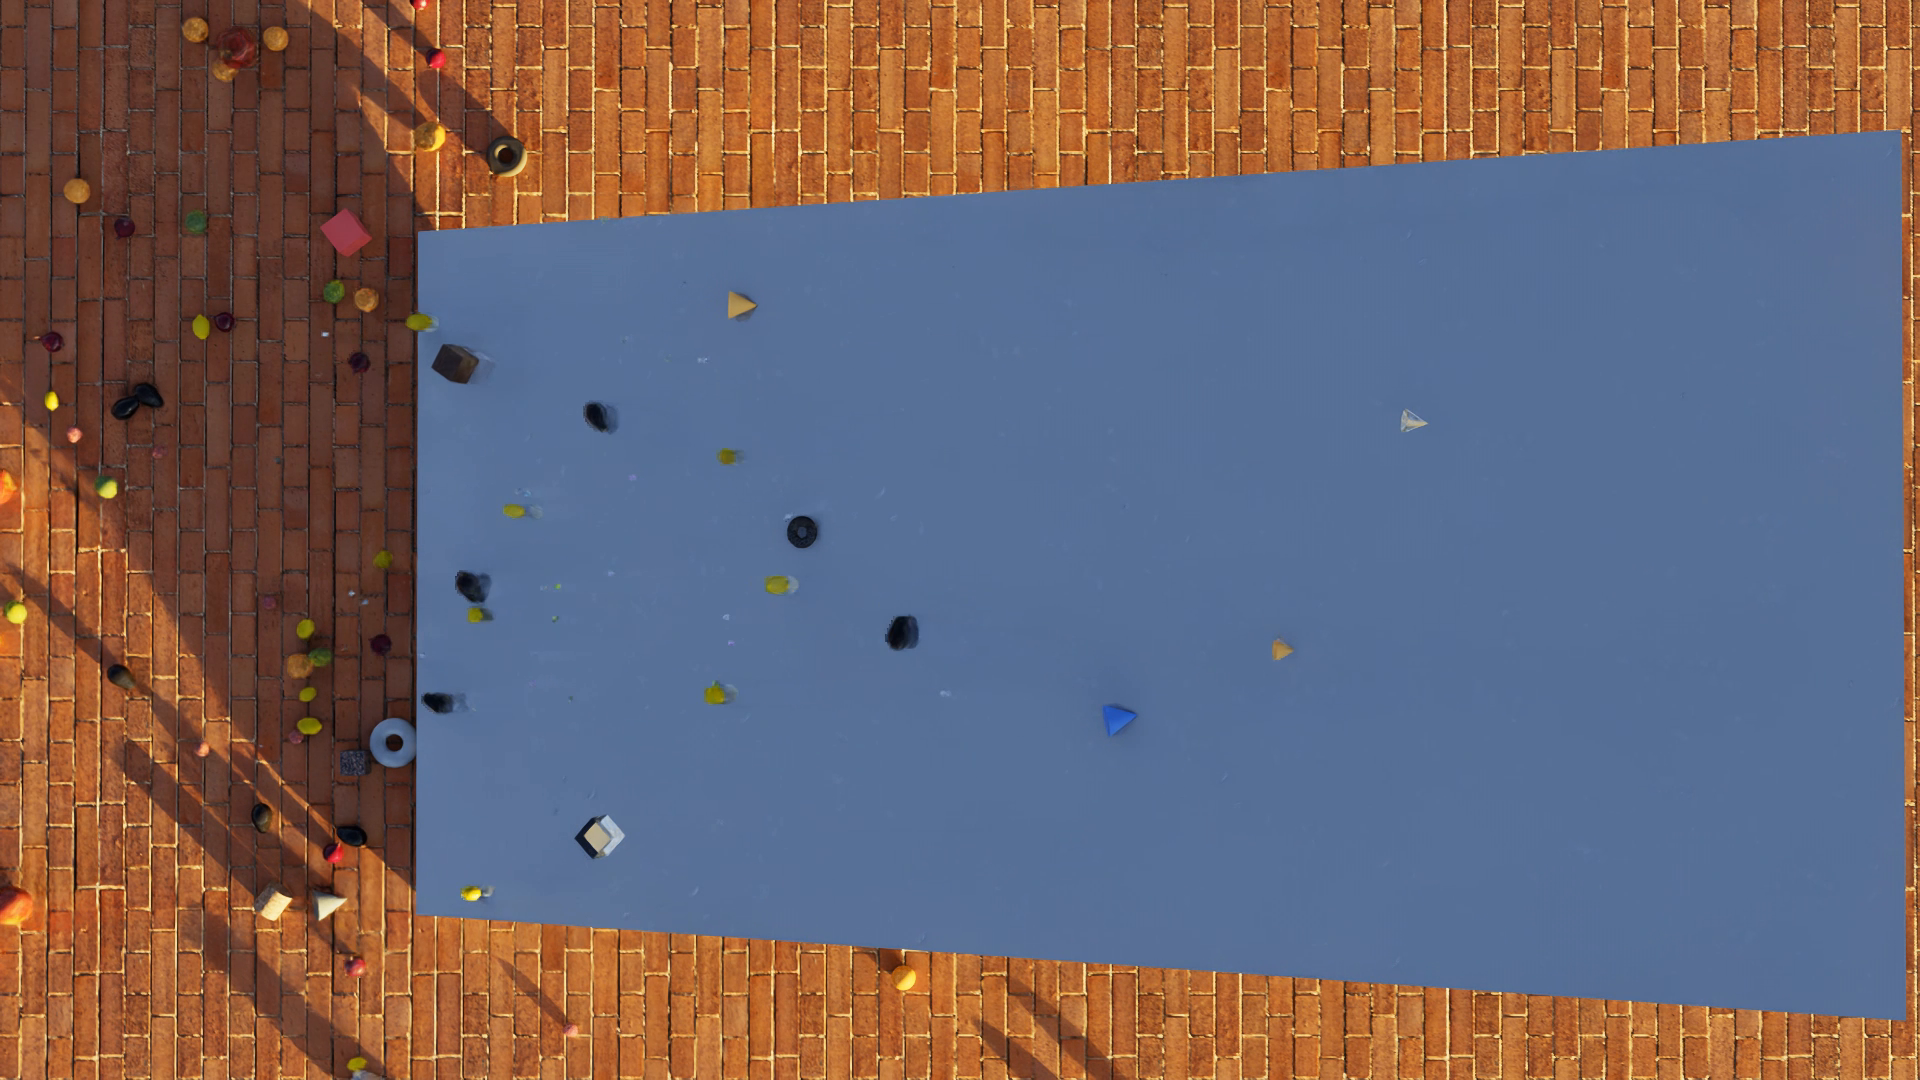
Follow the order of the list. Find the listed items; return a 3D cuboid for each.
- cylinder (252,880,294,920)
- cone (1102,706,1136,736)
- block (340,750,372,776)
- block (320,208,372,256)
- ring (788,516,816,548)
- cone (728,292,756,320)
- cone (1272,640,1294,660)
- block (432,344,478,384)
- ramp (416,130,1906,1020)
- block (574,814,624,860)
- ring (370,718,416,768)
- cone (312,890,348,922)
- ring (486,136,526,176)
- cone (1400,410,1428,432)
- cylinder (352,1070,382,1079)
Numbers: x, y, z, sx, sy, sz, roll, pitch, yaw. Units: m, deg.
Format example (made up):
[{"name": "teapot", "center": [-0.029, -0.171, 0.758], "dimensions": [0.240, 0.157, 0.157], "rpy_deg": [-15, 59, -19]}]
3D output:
[{"name": "cylinder", "center": [-2.024, 1.062, 6.477], "dimensions": [0.082, 0.082, 0.082], "rpy_deg": [38, 89, 0]}, {"name": "cone", "center": [0.413, 0.453, 5.600], "dimensions": [0.083, 0.083, 0.083], "rpy_deg": [-14, 89, 3]}, {"name": "block", "center": [-1.783, 0.656, 6.487], "dimensions": [0.071, 0.071, 0.071], "rpy_deg": [-1, 89, 0]}, {"name": "block", "center": [-1.812, -0.907, 6.495], "dimensions": [0.094, 0.094, 0.094], "rpy_deg": [-37, 89, 0]}, {"name": "ring", "center": [-0.428, -0.021, 5.951], "dimensions": [0.089, 0.030, 0.089], "rpy_deg": [-1, 88, 22]}, {"name": "cone", "center": [-0.593, -0.643, 6.023], "dimensions": [0.079, 0.079, 0.079], "rpy_deg": [2, 89, -4]}, {"name": "cone", "center": [0.805, 0.272, 5.451], "dimensions": [0.050, 0.050, 0.050], "rpy_deg": [1, 89, -5]}, {"name": "block", "center": [-1.457, -0.509, 6.348], "dimensions": [0.080, 0.080, 0.080], "rpy_deg": [34, 102, 19]}, {"name": "ramp", "center": [0.283, 0.086, 5.731], "dimensions": [4.000, 0.100, 2.000], "rpy_deg": [0, 89, 22]}, {"name": "block", "center": [-1.007, 0.830, 6.147], "dimensions": [0.082, 0.082, 0.082], "rpy_deg": [46, 105, 16]}, {"name": "ring", "center": [-1.670, 0.599, 6.499], "dimensions": [0.149, 0.050, 0.149], "rpy_deg": [0, 90, 0]}, {"name": "cone", "center": [-1.855, 1.070, 6.496], "dimensions": [0.095, 0.095, 0.095], "rpy_deg": [-9, 89, -27]}, {"name": "ring", "center": [-1.346, -1.139, 6.525], "dimensions": [0.121, 0.040, 0.121], "rpy_deg": [0, 90, 0]}, {"name": "cone", "center": [1.107, -0.286, 5.333], "dimensions": [0.059, 0.059, 0.059], "rpy_deg": [7, 89, -5]}, {"name": "cylinder", "center": [-1.755, 1.622, 6.464], "dimensions": [0.092, 0.092, 0.092], "rpy_deg": [22, 89, 0]}]
